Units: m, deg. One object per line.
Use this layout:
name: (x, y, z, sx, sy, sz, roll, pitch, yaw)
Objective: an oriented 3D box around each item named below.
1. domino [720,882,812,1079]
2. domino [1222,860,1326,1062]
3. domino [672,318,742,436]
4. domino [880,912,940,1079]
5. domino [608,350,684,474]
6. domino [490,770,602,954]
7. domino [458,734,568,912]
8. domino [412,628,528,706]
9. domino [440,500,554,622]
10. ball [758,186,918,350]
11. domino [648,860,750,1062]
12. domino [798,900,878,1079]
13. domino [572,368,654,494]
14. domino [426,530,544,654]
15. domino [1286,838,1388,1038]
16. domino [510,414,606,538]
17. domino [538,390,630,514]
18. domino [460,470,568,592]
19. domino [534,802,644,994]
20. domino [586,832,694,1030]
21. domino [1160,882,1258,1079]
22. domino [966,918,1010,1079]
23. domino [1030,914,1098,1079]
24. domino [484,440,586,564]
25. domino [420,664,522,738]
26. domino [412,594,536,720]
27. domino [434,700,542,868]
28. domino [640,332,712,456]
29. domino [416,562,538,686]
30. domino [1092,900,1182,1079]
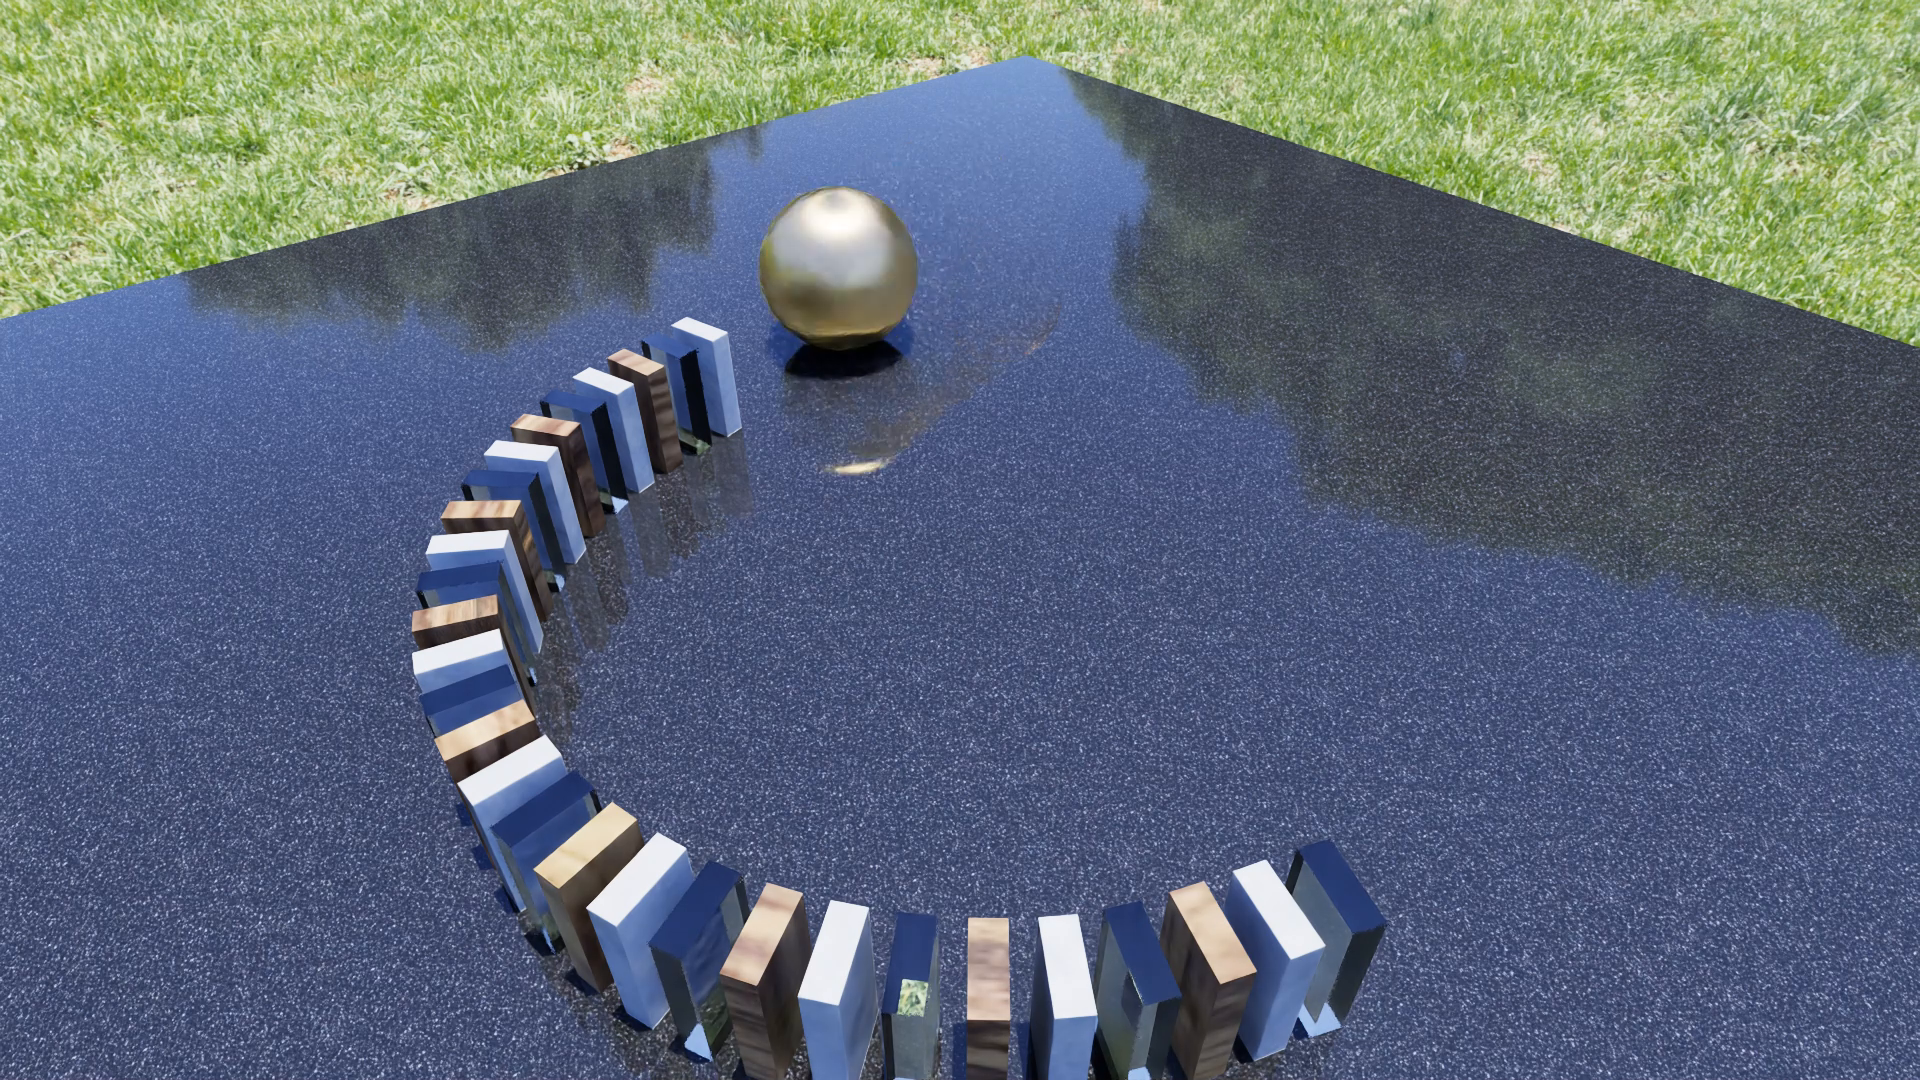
domino: (-0.047, 0.112, 0.275, 0.009, 0.050, 0.025, 12, 41, 14)
domino: (0.076, 0.108, 0.280, 0.010, 0.050, 0.025, -14, 41, -16)
domino: (-0.115, -0.074, 0.502, 0.025, 0.050, 0.010, 23, 45, 26)
domino: (-0.011, 0.117, 0.269, 0.009, 0.050, 0.025, 4, 40, 5)
domino: (-0.137, -0.056, 0.480, 0.025, 0.050, 0.010, 24, 45, 27)
domino: (-0.109, 0.089, 0.303, 0.009, 0.050, 0.025, 29, 48, 31)
domino: (-0.121, 0.081, 0.313, 0.025, 0.050, 0.009, -30, 48, -31)
domino: (-0.151, 0.053, 0.347, 0.025, 0.050, 0.009, -16, 42, -19)
domino: (-0.168, 0.009, 0.401, 0.025, 0.050, 0.009, -1, 39, -1)
ball: (-0.061, -0.136, 0.554, 0.080, 0.080, 0.080, 0, 39, 0)
domino: (-0.063, 0.108, 0.280, 0.010, 0.050, 0.025, 16, 42, 19)
domino: (-0.029, 0.115, 0.271, 0.009, 0.050, 0.025, 8, 40, 9)
domino: (-0.147, -0.046, 0.468, 0.025, 0.050, 0.010, 21, 44, 24)
domino: (-0.166, 0.020, 0.387, 0.025, 0.050, 0.009, -5, 40, -6)
domino: (0.093, 0.104, 0.285, 0.009, 0.050, 0.025, -11, 41, -14)
domino: (-0.161, -0.025, 0.442, 0.025, 0.050, 0.009, 10, 40, 12)
domino: (-0.155, -0.036, 0.456, 0.025, 0.050, 0.009, 14, 41, 17)
domino: (-0.167, -0.003, 0.415, 0.025, 0.050, 0.009, 3, 39, 4)
domino: (-0.095, 0.096, 0.294, 0.010, 0.050, 0.025, 24, 45, 27)
domino: (-0.079, 0.102, 0.286, 0.009, 0.050, 0.025, 20, 43, 23)
domino: (0.059, 0.112, 0.275, 0.009, 0.050, 0.025, -12, 41, -14)
domino: (0.007, 0.117, 0.268, 0.010, 0.050, 0.025, 1, 39, 1)
domino: (0.025, 0.117, 0.269, 0.009, 0.050, 0.025, -3, 39, -4)
domino: (-0.165, -0.014, 0.429, 0.025, 0.050, 0.010, 6, 40, 8)
domino: (-0.143, 0.063, 0.335, 0.025, 0.050, 0.009, -21, 44, -24)
domino: (-0.158, 0.042, 0.360, 0.025, 0.050, 0.009, -12, 41, -14)
domino: (-0.133, 0.072, 0.323, 0.025, 0.050, 0.009, -25, 46, -27)
domino: (-0.126, -0.065, 0.491, 0.025, 0.050, 0.009, 26, 46, 28)
domino: (-0.163, 0.031, 0.373, 0.025, 0.050, 0.010, -8, 40, -10)
domino: (0.042, 0.115, 0.271, 0.010, 0.050, 0.025, -9, 40, -11)
